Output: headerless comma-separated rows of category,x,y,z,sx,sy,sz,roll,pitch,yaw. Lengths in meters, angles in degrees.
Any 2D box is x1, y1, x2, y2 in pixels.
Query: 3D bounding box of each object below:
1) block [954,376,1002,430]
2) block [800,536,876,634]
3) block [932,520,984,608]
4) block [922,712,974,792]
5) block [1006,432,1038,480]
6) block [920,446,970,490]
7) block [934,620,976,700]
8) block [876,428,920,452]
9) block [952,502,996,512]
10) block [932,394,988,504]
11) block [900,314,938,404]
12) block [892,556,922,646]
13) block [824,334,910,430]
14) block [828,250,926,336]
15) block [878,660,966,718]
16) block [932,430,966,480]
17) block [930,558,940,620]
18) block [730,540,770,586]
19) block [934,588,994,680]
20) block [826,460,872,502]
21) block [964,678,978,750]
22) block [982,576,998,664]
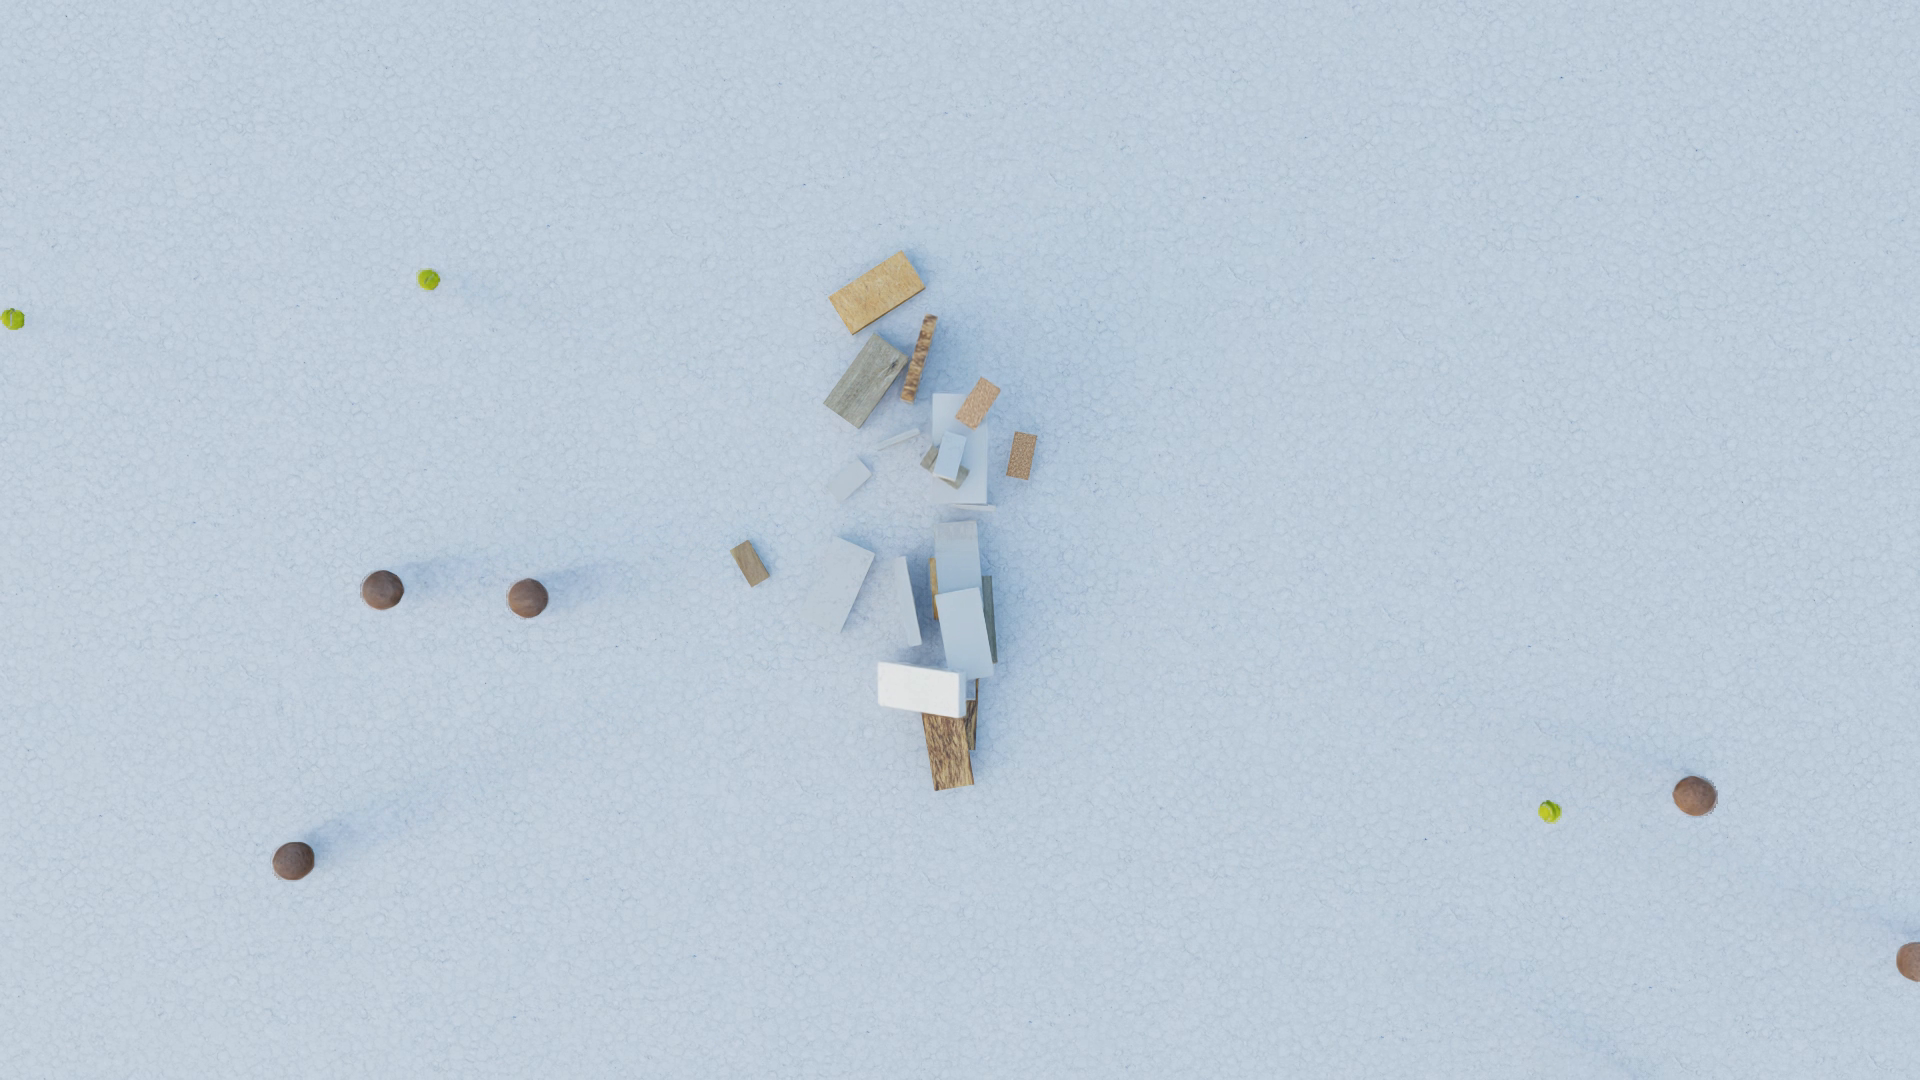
block,0.056,-0.422,5.105,0.075,0.021,0.150,33,90,0
block,-0.406,0.149,5.479,0.146,0.041,0.292,24,90,0
block,-0.007,0.085,5.444,0.145,0.041,0.290,-5,76,-1
block,-0.040,0.684,5.443,0.133,0.038,0.266,-10,90,0
block,0.205,-0.281,5.489,0.075,0.021,0.150,11,90,0
block,-0.047,-0.223,5.105,0.143,0.020,0.072,34,90,0
block,-0.016,0.395,5.450,0.133,0.038,0.266,0,76,0
block,-0.206,-0.333,5.462,0.151,0.075,0.021,-21,90,0
block,0.049,-0.110,5.464,0.142,0.071,0.020,6,90,0
block,-0.001,-0.284,5.139,0.168,0.048,0.337,1,90,0
block,-0.135,-0.593,5.427,0.041,0.145,0.290,17,90,-2
block,-0.172,0.199,5.427,0.041,0.146,0.293,-11,90,0
block,-0.310,-0.527,5.479,0.145,0.041,0.290,36,90,0
block,-0.276,-0.821,5.479,0.290,0.041,0.145,-33,90,0
block,-0.126,0.484,5.385,0.319,0.041,0.146,5,101,33
block,-0.032,-0.259,5.085,0.071,0.020,0.142,16,76,-5
block,-0.083,0.161,5.447,0.020,0.071,0.196,-5,79,0
block,-0.699,0.078,5.490,0.072,0.020,0.143,-31,90,0
block,0.015,0.309,5.367,0.145,0.041,0.290,-10,89,-1
block,-0.368,-0.197,5.490,0.143,0.020,0.072,-42,90,0
block,-0.009,0.560,5.481,0.133,0.038,0.266,3,90,0
block,0.041,0.267,5.441,0.145,0.041,0.290,-4,76,-1
